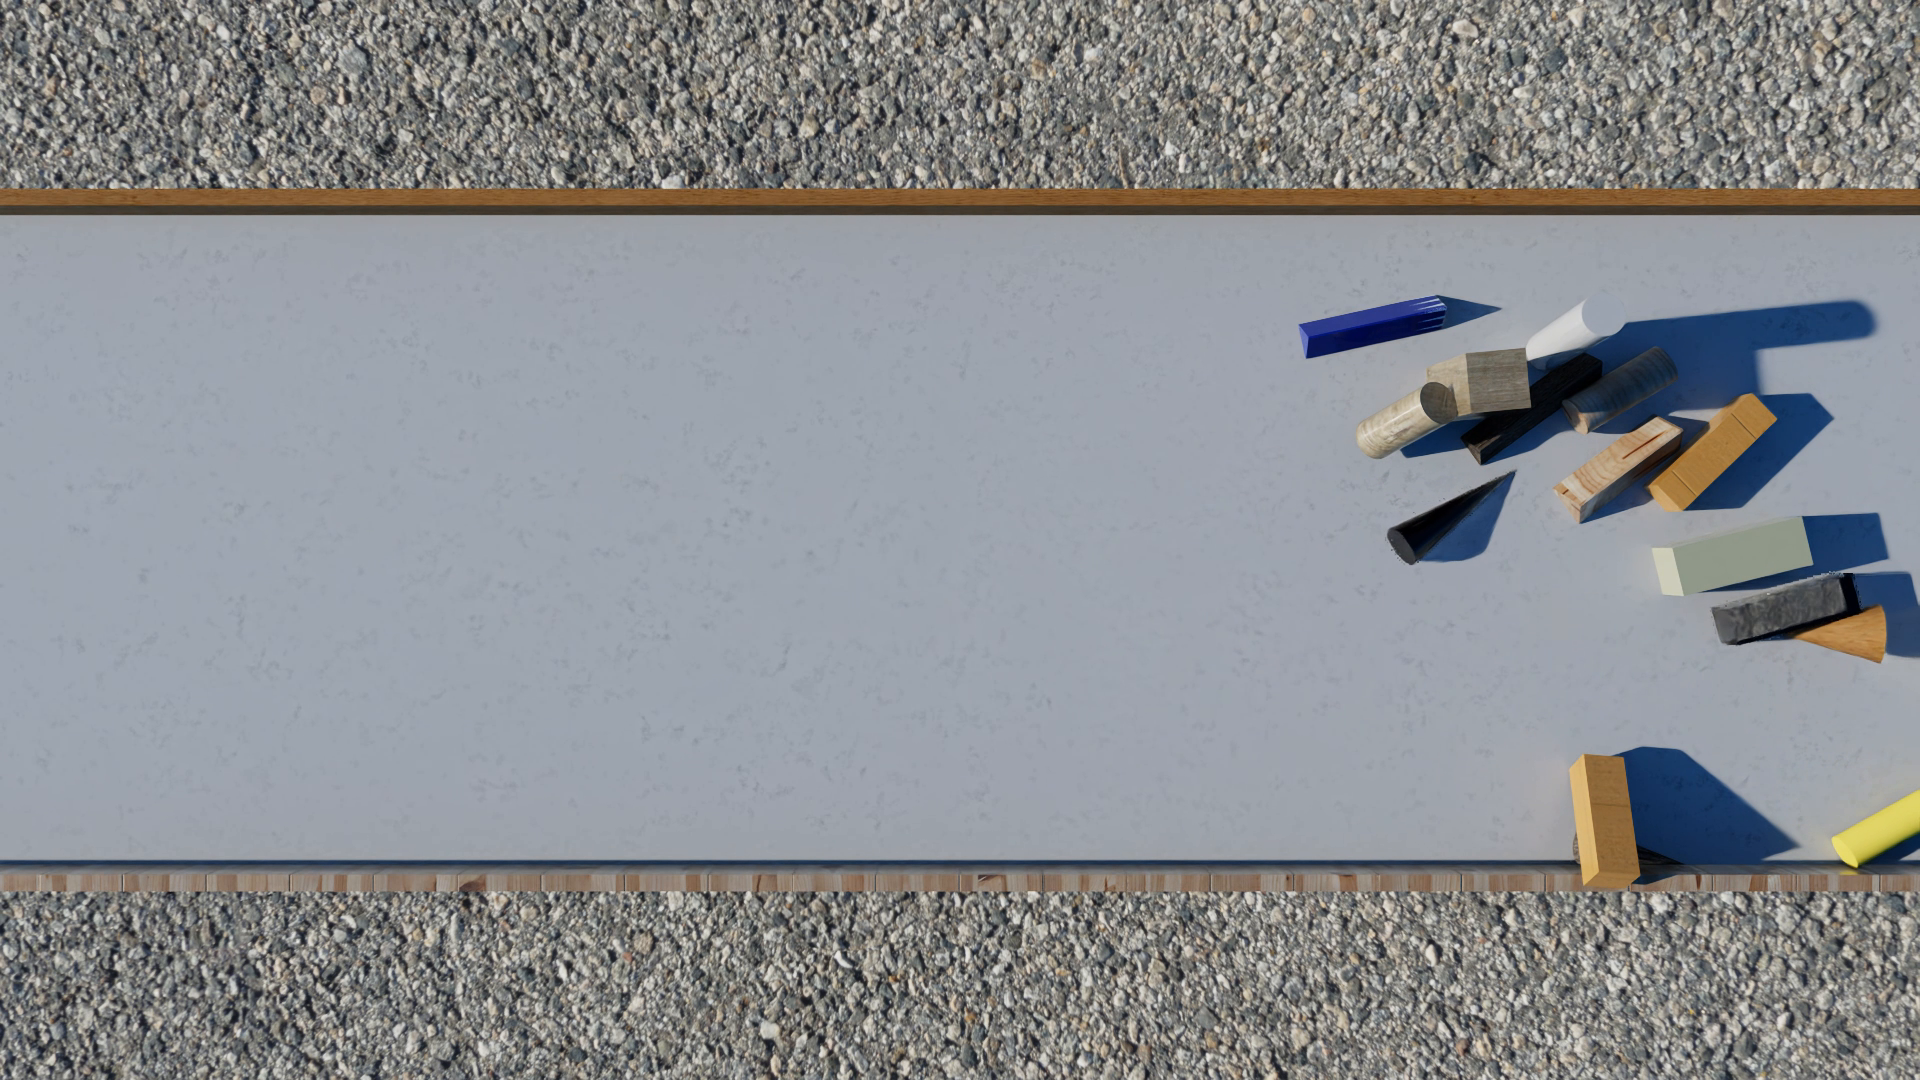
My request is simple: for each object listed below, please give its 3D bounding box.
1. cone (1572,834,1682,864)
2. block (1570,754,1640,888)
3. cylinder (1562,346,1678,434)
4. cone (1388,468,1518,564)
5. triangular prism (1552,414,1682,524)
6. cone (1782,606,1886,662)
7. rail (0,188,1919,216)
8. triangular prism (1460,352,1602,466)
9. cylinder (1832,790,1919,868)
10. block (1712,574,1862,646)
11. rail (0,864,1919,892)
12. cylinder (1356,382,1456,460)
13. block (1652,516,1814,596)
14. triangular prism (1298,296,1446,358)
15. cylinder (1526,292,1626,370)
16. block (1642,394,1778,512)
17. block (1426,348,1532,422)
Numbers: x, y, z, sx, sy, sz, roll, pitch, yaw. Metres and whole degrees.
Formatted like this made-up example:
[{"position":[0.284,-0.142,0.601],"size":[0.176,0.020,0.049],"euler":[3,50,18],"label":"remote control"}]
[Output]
[{"position":[2.066,0.963,5.046],"size":[0.348,0.122,0.122],"euler":[12,90,-10],"label":"cone"},{"position":[1.924,0.839,4.930],"size":[0.121,0.121,0.371],"euler":[5,59,0],"label":"block"},{"position":[2.005,-0.454,5.014],"size":[0.318,0.125,0.125],"euler":[-31,90,0],"label":"cylinder"},{"position":[1.530,-0.102,5.044],"size":[0.454,0.130,0.130],"euler":[-33,90,-8],"label":"cone"},{"position":[2.017,-0.218,5.015],"size":[0.385,0.117,0.135],"euler":[-36,90,0],"label":"triangular prism"},{"position":[2.635,0.282,5.034],"size":[0.304,0.176,0.176],"euler":[1,90,16],"label":"cone"},{"position":[-2.247,-1.025,5.002],"size":[12.000,0.150,0.050],"euler":[0,90,0],"label":"rail"},{"position":[1.755,-0.406,5.028],"size":[0.457,0.092,0.106],"euler":[-36,90,0],"label":"triangular prism"},{"position":[2.863,0.858,5.022],"size":[0.387,0.109,0.109],"euler":[-29,90,0],"label":"cylinder"},{"position":[2.511,0.212,5.019],"size":[0.383,0.115,0.115],"euler":[-16,90,0],"label":"block"},{"position":[-2.247,1.025,5.001],"size":[12.000,0.150,0.050],"euler":[0,90,0],"label":"rail"},{"position":[1.325,-0.353,4.909],"size":[0.131,0.310,0.131],"euler":[7,71,-22],"label":"cylinder"},{"position":[2.340,0.049,5.003],"size":[0.399,0.147,0.147],"euler":[-14,90,0],"label":"block"},{"position":[1.261,-0.656,5.028],"size":[0.428,0.092,0.106],"euler":[-12,90,0],"label":"triangular prism"},{"position":[1.805,-0.607,4.848],"size":[0.126,0.445,0.126],"euler":[0,83,0],"label":"cylinder"},{"position":[2.281,-0.265,5.022],"size":[0.399,0.109,0.109],"euler":[-44,90,0],"label":"block"},{"position":[1.525,-0.452,4.875],"size":[0.171,0.403,0.171],"euler":[-5,90,0],"label":"block"}]
